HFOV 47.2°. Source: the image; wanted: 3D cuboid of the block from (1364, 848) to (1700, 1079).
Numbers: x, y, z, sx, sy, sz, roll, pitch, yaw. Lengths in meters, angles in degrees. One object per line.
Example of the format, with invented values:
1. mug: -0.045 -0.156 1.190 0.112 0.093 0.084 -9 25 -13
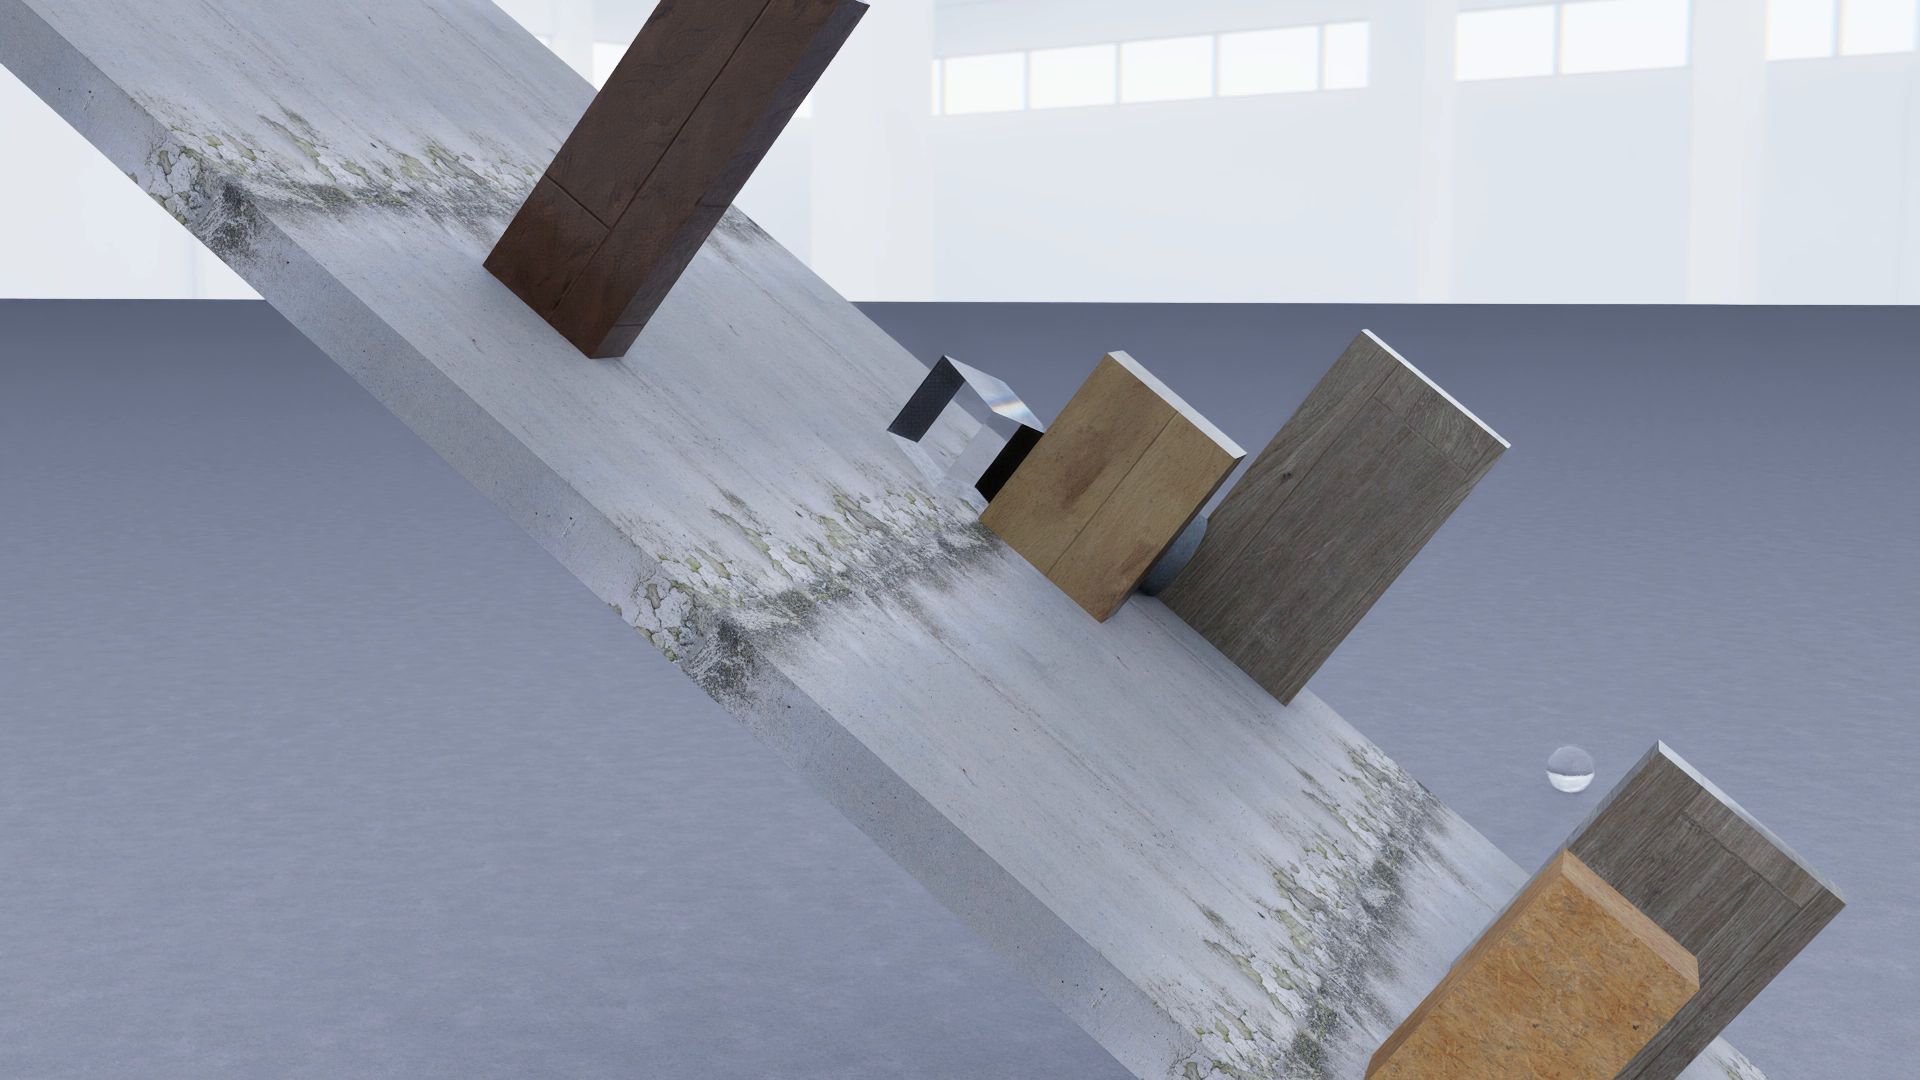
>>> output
1. block: 0.820 0.699 3.174 0.240 0.436 0.145 41 16 9

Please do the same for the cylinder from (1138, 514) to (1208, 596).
1. cylinder: 0.378 -0.022 4.635 0.203 0.203 0.203 36 2 -8

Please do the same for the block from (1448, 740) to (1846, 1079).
1. block: 1.172 0.680 3.784 0.387 0.547 0.098 41 16 9

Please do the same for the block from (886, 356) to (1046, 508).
1. block: 0.020 -0.212 4.403 0.195 0.195 0.195 20 24 -48

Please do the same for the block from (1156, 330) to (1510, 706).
1. block: 0.770 -0.044 4.620 0.380 0.710 0.103 41 16 9

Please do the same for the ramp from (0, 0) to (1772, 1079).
1. ramp: -0.024 0.076 4.051 4.000 0.100 2.000 41 16 9

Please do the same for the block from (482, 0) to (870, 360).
1. block: -0.471 -0.661 3.613 0.248 0.727 0.126 41 16 9

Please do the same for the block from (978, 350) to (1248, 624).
1. block: 0.298 -0.105 4.302 0.318 0.417 0.135 41 16 9

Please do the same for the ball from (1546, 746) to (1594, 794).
1. ball: 2.185 0.822 7.869 0.166 0.166 0.166 0 7 0
